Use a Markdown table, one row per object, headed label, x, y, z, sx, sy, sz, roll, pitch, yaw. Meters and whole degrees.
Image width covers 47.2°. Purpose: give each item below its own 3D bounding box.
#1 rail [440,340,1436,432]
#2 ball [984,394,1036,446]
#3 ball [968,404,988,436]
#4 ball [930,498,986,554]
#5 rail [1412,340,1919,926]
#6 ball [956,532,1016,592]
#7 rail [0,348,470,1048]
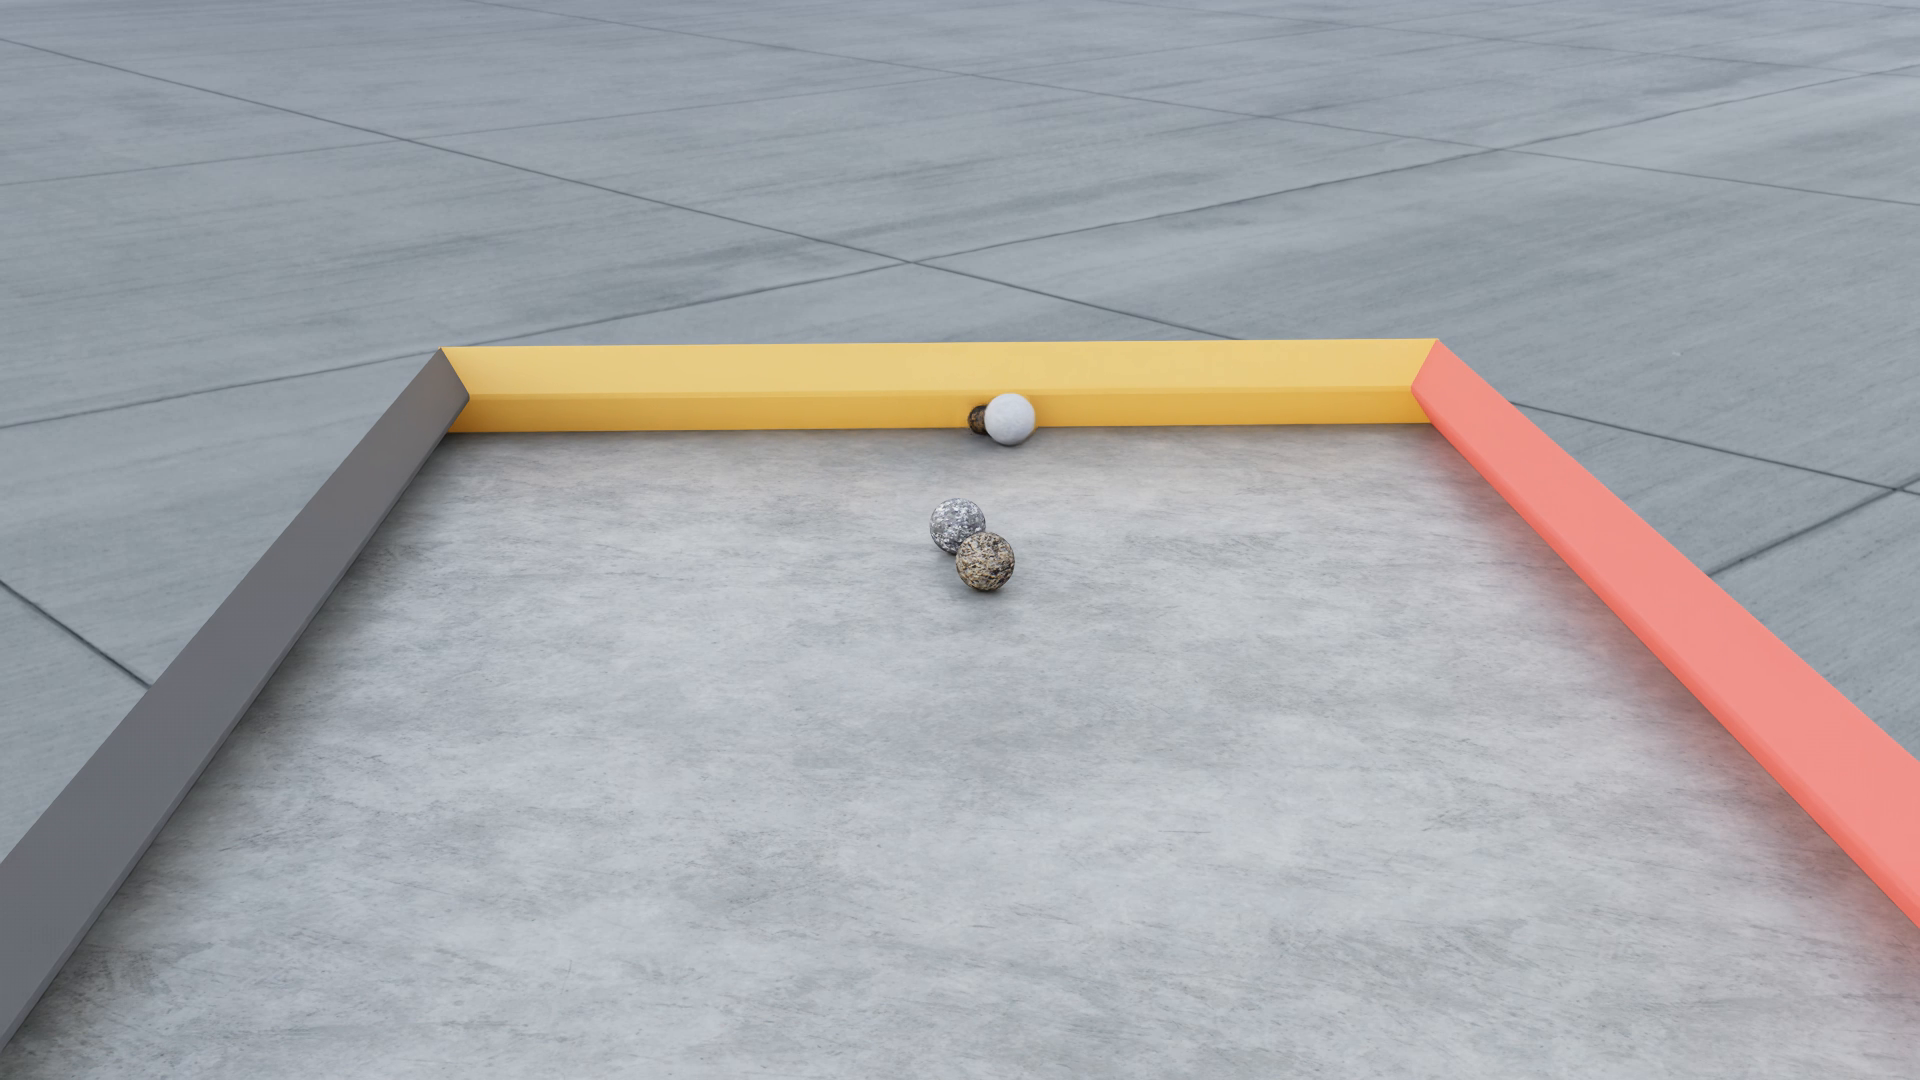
| label | x | y | z | sx | sy | sz | roll | pitch | yaw |
| --- | --- | --- | --- | --- | --- | --- | --- | --- | --- |
| rail | -0.023 | -0.212 | 3.085 | 1.404 | 0.121 | 0.045 | -1 | 18 | -2 |
| ball | 0.069 | -0.166 | 3.025 | 0.072 | 0.072 | 0.072 | 0 | 18 | 0 |
| ball | 0.033 | -0.168 | 3.078 | 0.043 | 0.043 | 0.043 | 0 | 18 | 0 |
| ball | -0.003 | -0.016 | 2.562 | 0.066 | 0.066 | 0.066 | 0 | 18 | 0 |
| rail | 0.702 | 0.153 | 1.936 | 0.045 | 0.121 | 2.512 | -1 | 18 | -2 |
| ball | 0.028 | 0.024 | 2.436 | 0.066 | 0.066 | 0.066 | 0 | 18 | 0 |
| rail | -0.653 | 0.169 | 1.886 | 0.045 | 0.121 | 2.512 | -1 | 18 | -2 |
